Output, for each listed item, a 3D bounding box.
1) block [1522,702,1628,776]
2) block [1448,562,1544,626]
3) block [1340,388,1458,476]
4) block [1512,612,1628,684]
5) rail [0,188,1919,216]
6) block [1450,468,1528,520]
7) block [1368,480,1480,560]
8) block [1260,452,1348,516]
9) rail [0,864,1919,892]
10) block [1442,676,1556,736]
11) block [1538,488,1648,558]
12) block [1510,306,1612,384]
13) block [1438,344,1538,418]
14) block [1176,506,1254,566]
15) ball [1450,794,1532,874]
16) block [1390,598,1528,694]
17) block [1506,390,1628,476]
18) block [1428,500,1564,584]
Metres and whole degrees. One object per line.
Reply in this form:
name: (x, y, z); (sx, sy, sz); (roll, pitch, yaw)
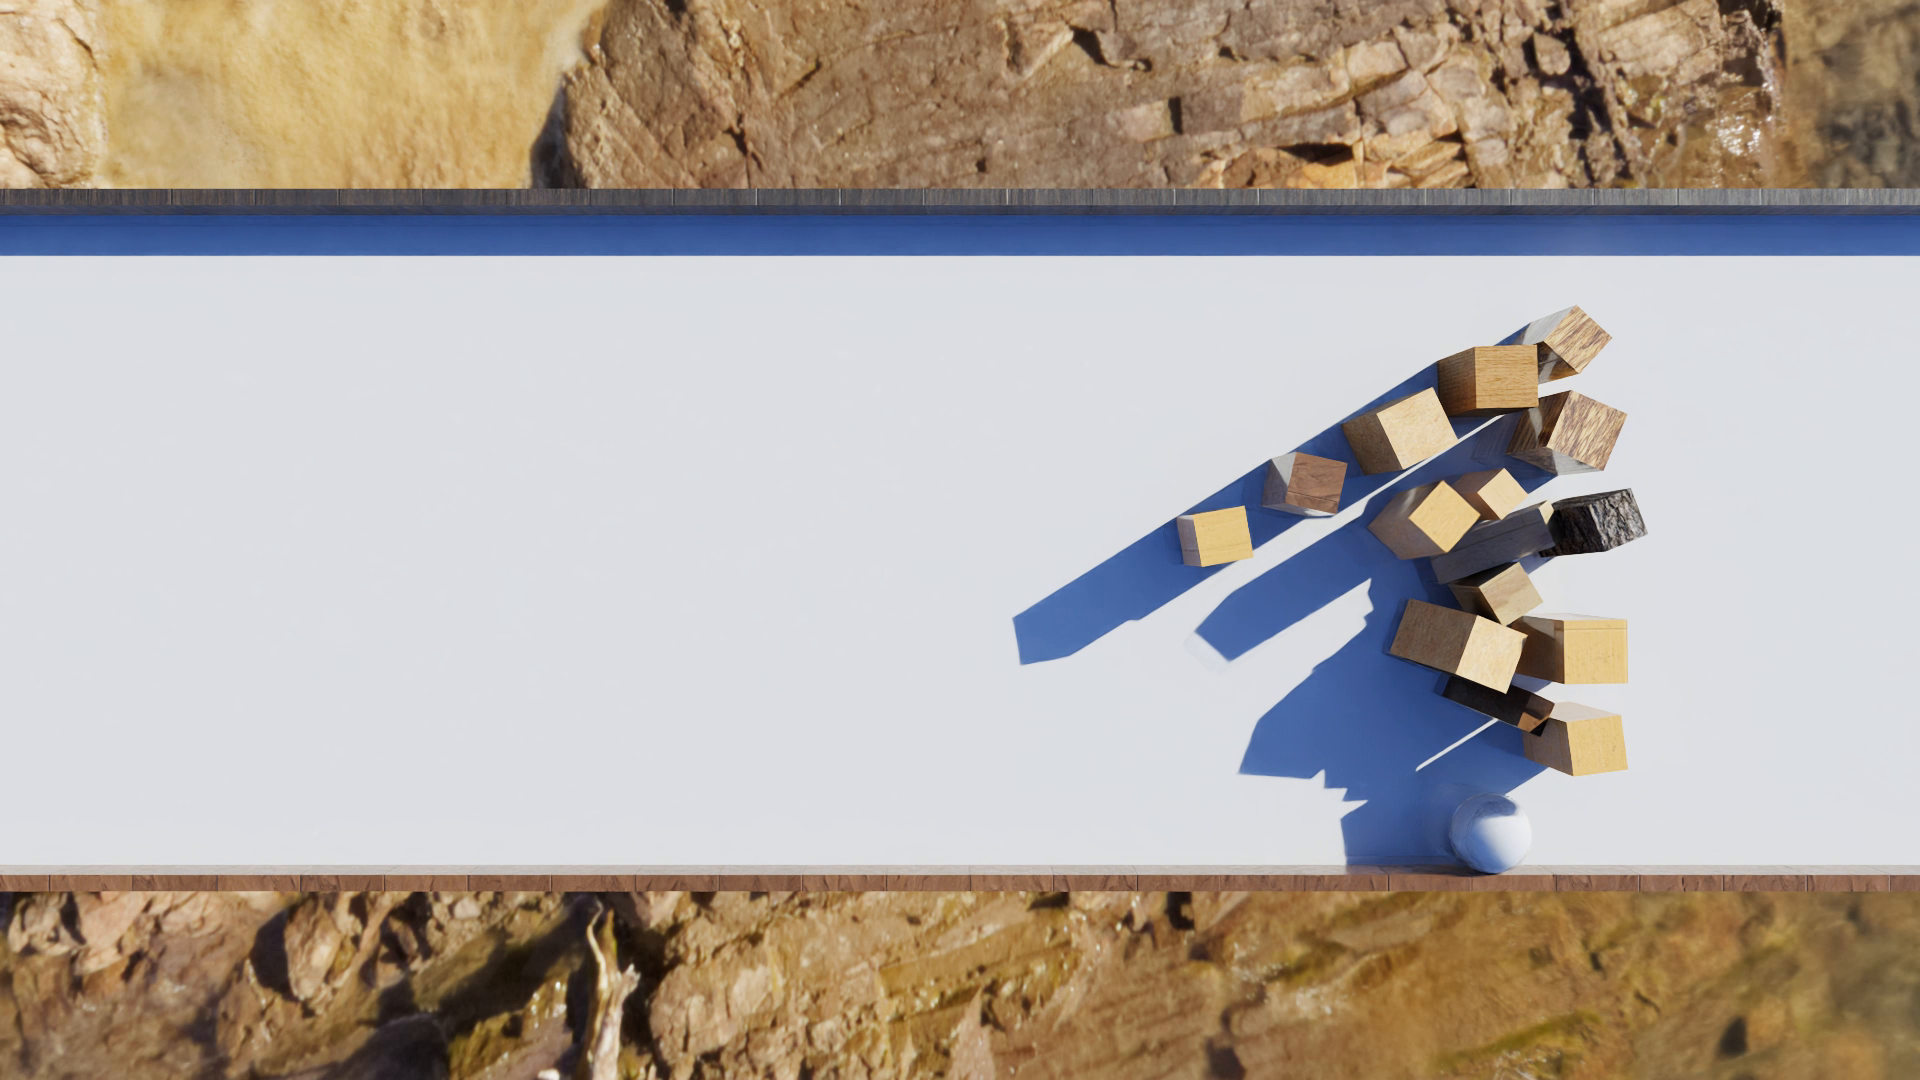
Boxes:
block: (1.807, 0.584, 4.876); (0.156, 0.402, 0.156); (-8, 90, 0)
block: (1.595, 0.158, 4.923); (0.137, 0.306, 0.137); (-32, 90, 0)
block: (1.286, -0.314, 4.854); (0.174, 0.445, 0.174); (-26, 90, 0)
block: (1.790, 0.316, 4.863); (0.180, 0.423, 0.180); (-1, 90, -1)
rail: (-2.247, -1.025, 5.002); (12.000, 0.150, 0.050); (0, 90, 0)
block: (1.551, -0.132, 4.894); (0.104, 0.366, 0.104); (-42, 90, 0)
block: (1.364, -0.054, 4.875); (0.148, 0.392, 0.148); (43, 85, 0)
block: (1.014, -0.162, 4.885); (0.150, 0.382, 0.150); (13, 90, 0)
rail: (-2.247, 1.025, 5.001); (12.000, 0.150, 0.050); (0, 90, 0)
block: (1.602, 0.476, 4.919); (0.108, 0.308, 0.108); (23, 91, -30)
block: (1.846, -0.047, 4.878); (0.141, 0.379, 0.141); (-21, 90, -9)
block: (1.764, -0.573, 4.891); (0.140, 0.370, 0.140); (42, 90, 0)
block: (1.559, -0.466, 4.890); (0.177, 0.373, 0.177); (-2, 90, 0)
block: (0.751, -0.011, 4.893); (0.150, 0.368, 0.150); (-10, 90, 0)
ball: (1.594, 0.882, 4.959); (0.236, 0.236, 0.236); (0, 90, 0)
block: (1.467, 0.309, 4.875); (0.178, 0.368, 0.178); (21, 90, -16)
block: (1.795, -0.314, 4.897); (0.177, 0.359, 0.177); (23, 90, 0)
block: (1.594, 0.008, 4.923); (0.363, 0.120, 0.120); (-24, 90, 35)
